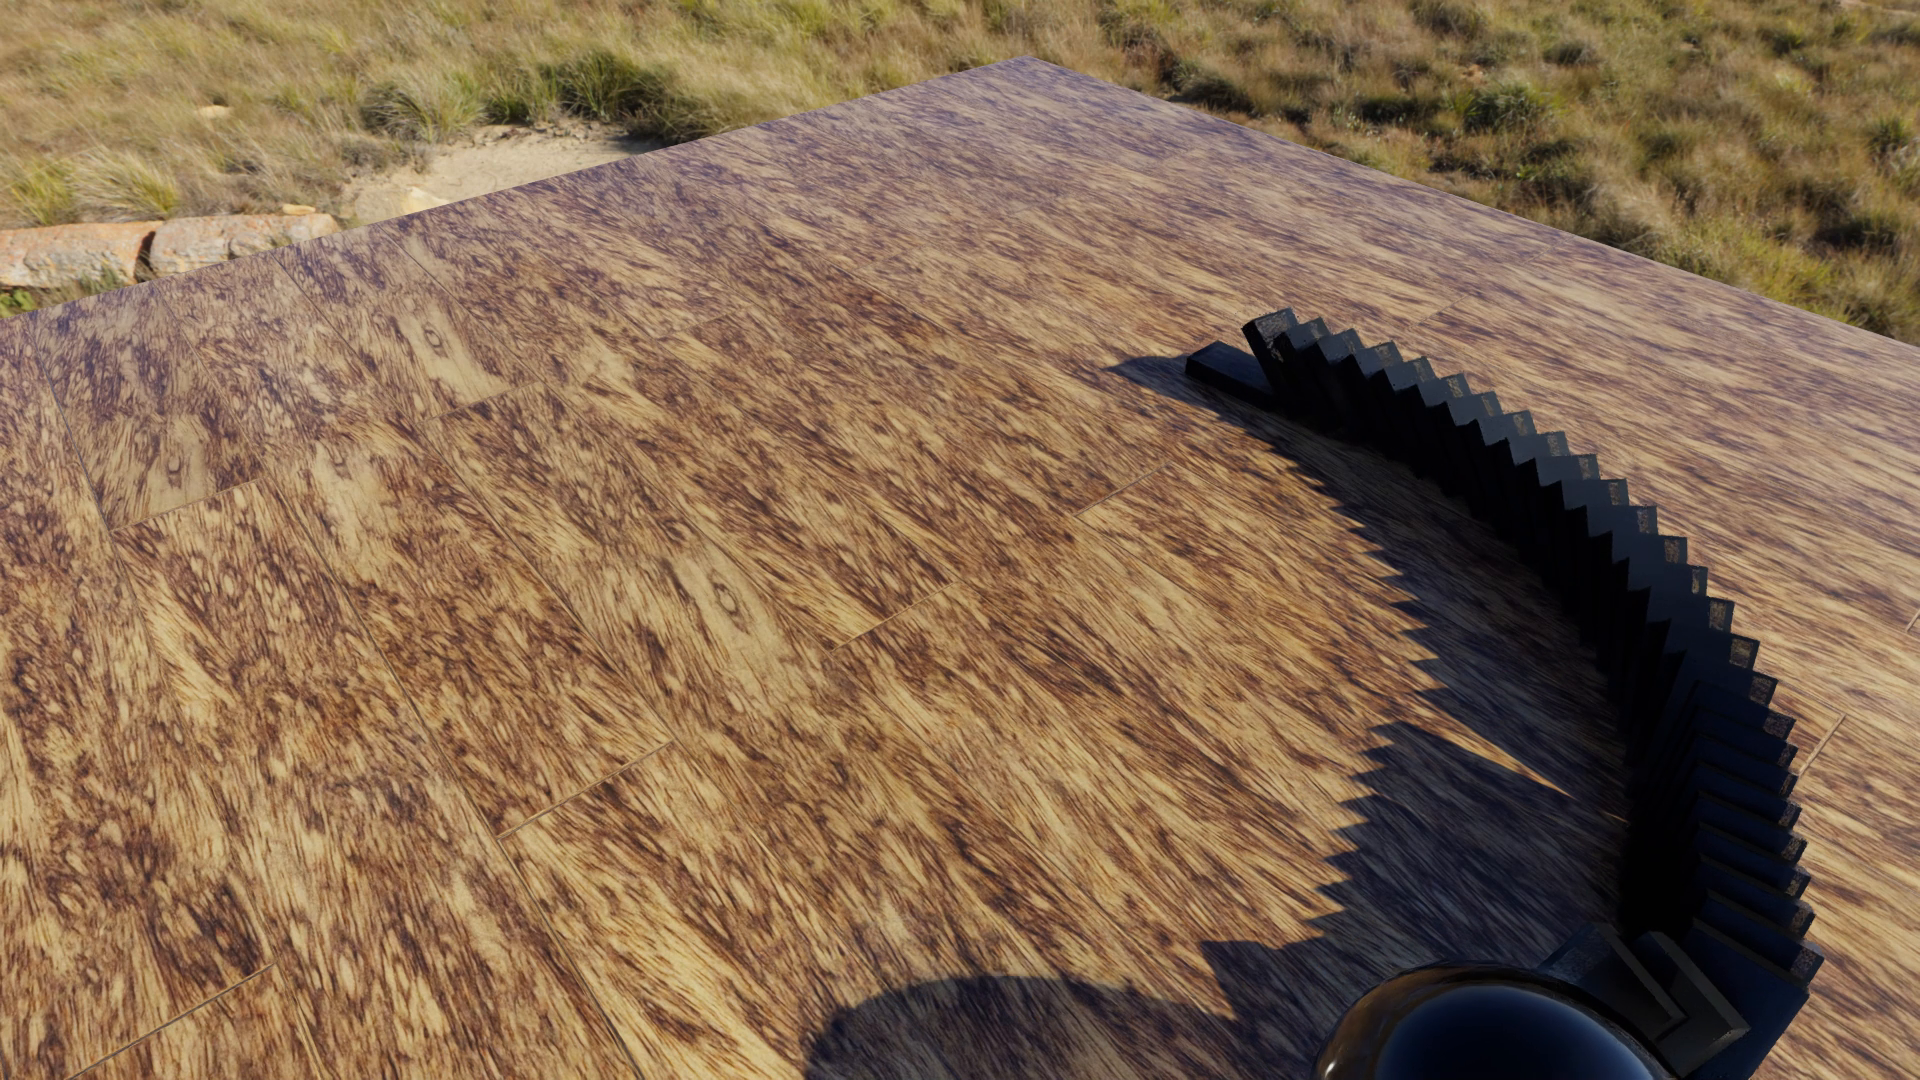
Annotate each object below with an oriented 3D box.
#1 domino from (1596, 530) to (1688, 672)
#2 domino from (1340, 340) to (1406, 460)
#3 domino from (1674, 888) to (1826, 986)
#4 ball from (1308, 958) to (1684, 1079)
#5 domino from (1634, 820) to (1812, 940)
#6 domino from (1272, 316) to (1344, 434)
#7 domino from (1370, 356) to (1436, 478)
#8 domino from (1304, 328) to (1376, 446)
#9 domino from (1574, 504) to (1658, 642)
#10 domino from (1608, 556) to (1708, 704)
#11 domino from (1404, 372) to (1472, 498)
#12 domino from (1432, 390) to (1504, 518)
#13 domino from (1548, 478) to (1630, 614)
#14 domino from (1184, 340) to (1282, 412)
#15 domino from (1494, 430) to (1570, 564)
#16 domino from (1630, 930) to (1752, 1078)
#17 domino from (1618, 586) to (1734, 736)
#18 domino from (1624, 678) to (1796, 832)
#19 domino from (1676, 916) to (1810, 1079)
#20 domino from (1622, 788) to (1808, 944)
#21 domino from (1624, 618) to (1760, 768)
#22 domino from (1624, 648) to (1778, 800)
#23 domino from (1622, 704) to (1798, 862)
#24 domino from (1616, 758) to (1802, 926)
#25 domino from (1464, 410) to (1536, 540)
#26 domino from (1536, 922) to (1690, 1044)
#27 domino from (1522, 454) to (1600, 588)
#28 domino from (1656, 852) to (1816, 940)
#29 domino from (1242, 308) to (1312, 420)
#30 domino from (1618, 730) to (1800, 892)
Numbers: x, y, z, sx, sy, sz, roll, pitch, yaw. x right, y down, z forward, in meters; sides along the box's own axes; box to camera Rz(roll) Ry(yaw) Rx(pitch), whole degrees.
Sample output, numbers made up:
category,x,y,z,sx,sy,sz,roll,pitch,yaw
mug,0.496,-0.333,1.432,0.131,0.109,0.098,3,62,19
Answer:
category,x,y,z,sx,sy,sz,roll,pitch,yaw
domino,0.243,0.023,0.392,0.025,0.010,0.050,7,79,8
domino,0.195,-0.063,0.498,0.025,0.010,0.050,-19,80,-23
domino,0.186,0.115,0.272,0.025,0.050,0.010,28,14,27
ball,0.113,0.130,0.229,0.080,0.080,0.080,0,39,0
domino,0.196,0.102,0.289,0.025,0.050,0.009,25,12,27
domino,0.170,-0.078,0.515,0.025,0.009,0.050,-24,82,-27
domino,0.205,-0.055,0.488,0.025,0.010,0.050,-17,79,-20
domino,0.182,-0.071,0.507,0.025,0.009,0.050,-23,82,-27
domino,0.242,0.013,0.405,0.025,0.009,0.050,2,79,3
domino,0.241,0.033,0.380,0.025,0.009,0.050,8,80,10
domino,0.215,-0.046,0.477,0.025,0.010,0.050,-14,78,-16
domino,0.222,-0.036,0.466,0.025,0.010,0.050,-12,78,-15
domino,0.241,0.002,0.417,0.025,0.010,0.050,-1,79,-1
domino,0.139,-0.081,0.543,0.025,0.010,0.050,-30,48,-32
domino,0.234,-0.017,0.441,0.025,0.010,0.050,-7,79,-8
domino,0.159,0.121,0.266,0.010,0.050,0.025,16,30,-31
domino,0.239,0.043,0.367,0.025,0.009,0.050,12,82,14
domino,0.223,0.070,0.329,0.025,0.050,0.009,25,11,27
domino,0.177,0.120,0.266,0.025,0.050,0.010,32,15,29
domino,0.202,0.096,0.297,0.025,0.050,0.009,25,12,27
domino,0.236,0.053,0.355,0.025,0.009,0.050,18,83,20
domino,0.231,0.062,0.343,0.025,0.009,0.050,22,85,24
domino,0.218,0.076,0.321,0.025,0.050,0.009,25,11,27
domino,0.207,0.089,0.305,0.025,0.050,0.009,25,12,27
domino,0.229,-0.027,0.454,0.025,0.009,0.050,-10,78,-12
domino,0.147,0.119,0.268,0.009,0.050,0.025,16,30,-32
domino,0.238,-0.008,0.429,0.025,0.009,0.050,-4,79,-5
domino,0.191,0.109,0.281,0.025,0.050,0.010,26,13,27
domino,0.157,-0.084,0.523,0.025,0.010,0.050,-21,81,-26
domino,0.212,0.083,0.313,0.025,0.050,0.009,25,12,27
